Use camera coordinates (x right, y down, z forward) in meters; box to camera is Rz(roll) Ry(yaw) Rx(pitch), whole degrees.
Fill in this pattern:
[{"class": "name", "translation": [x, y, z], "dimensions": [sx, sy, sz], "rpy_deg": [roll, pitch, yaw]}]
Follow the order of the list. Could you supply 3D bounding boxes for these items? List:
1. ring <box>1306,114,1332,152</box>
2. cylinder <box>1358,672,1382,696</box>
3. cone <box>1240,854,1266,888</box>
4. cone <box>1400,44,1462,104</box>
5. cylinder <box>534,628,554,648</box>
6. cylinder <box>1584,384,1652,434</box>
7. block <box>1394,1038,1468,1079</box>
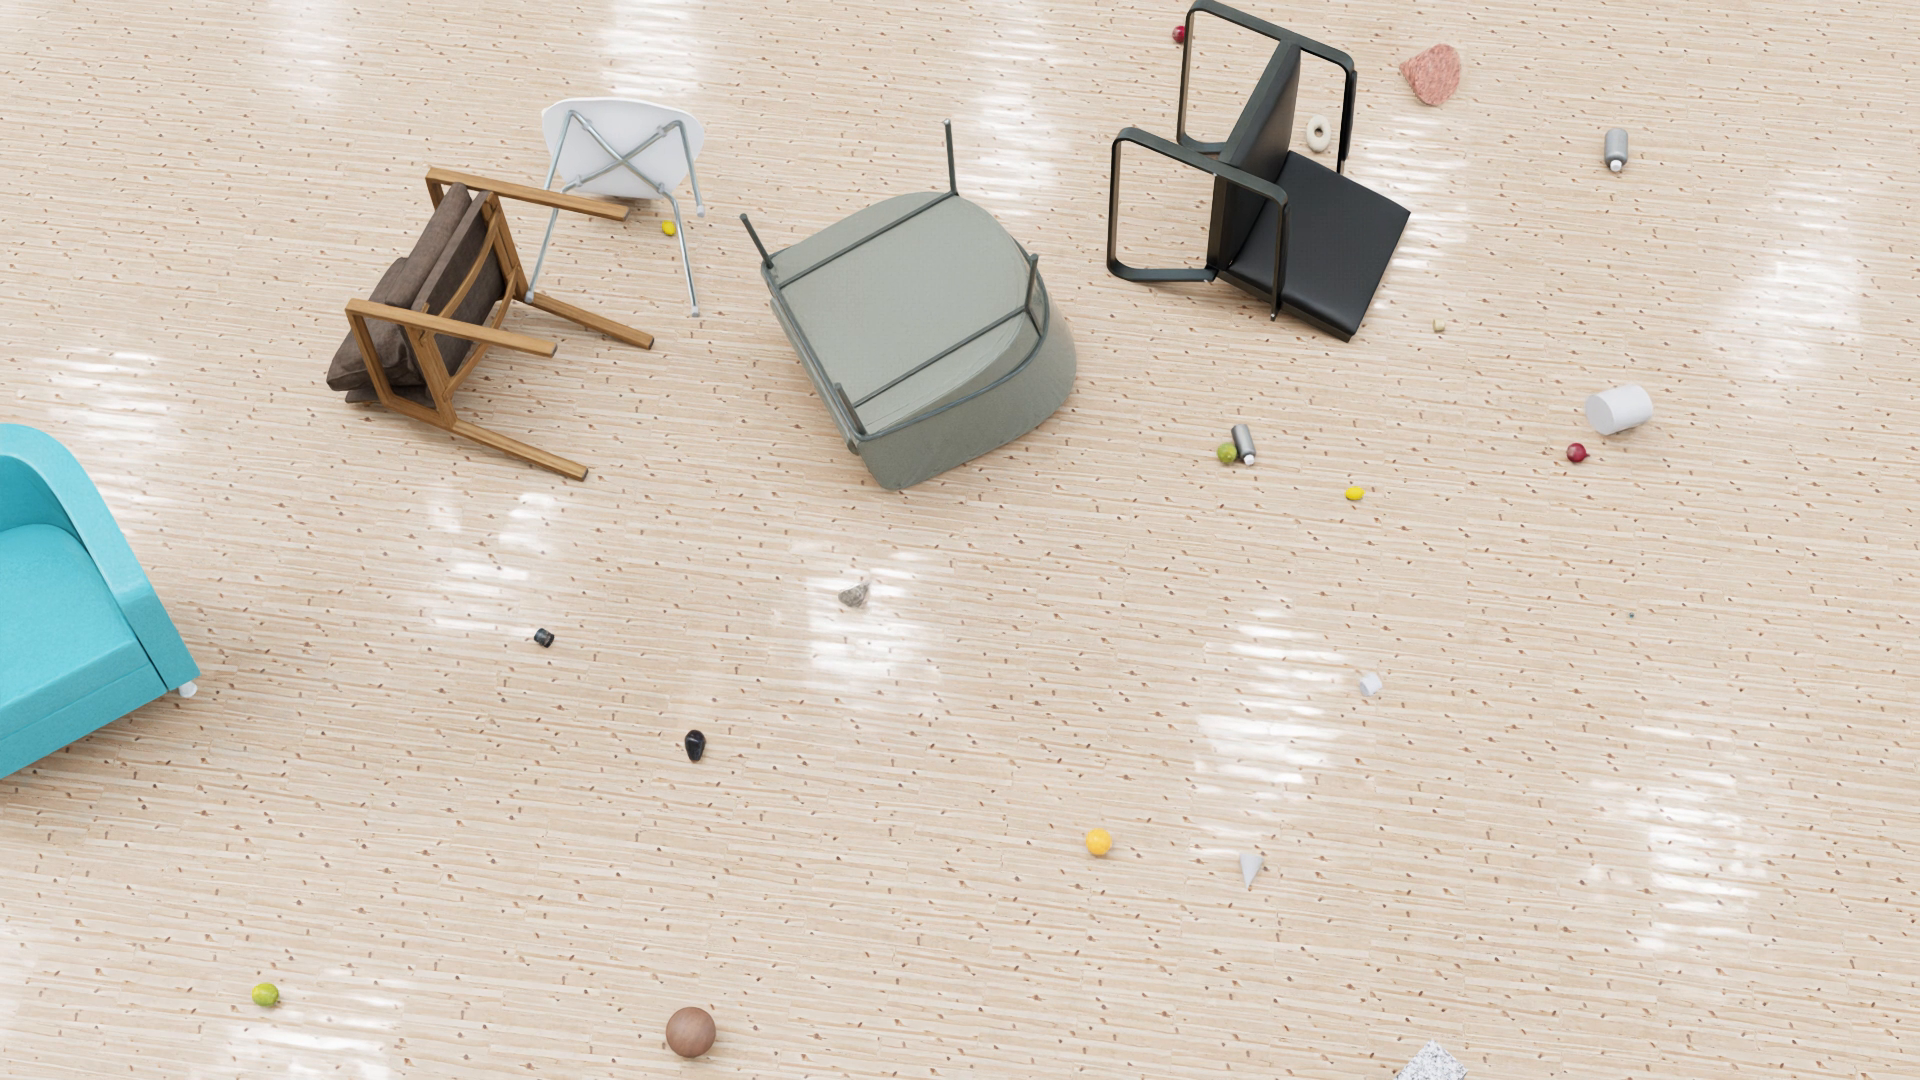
[{"class": "ring", "translation": [1.220, -1.383, 7.479], "dimensions": [0.085, 0.040, 0.166], "rpy_deg": [5, 55, 5]}, {"class": "cylinder", "translation": [1.168, 0.410, 6.272], "dimensions": [0.046, 0.045, 0.049], "rpy_deg": [-30, 78, -19]}, {"class": "cone", "translation": [0.783, 0.902, 5.950], "dimensions": [0.071, 0.064, 0.093], "rpy_deg": [9, 80, 20]}, {"class": "cone", "translation": [1.587, -1.630, 7.611], "dimensions": [0.206, 0.212, 0.203], "rpy_deg": [-56, 38, 0]}, {"class": "cylinder", "translation": [-1.202, 0.283, 6.359], "dimensions": [0.040, 0.043, 0.044], "rpy_deg": [28, 43, 18]}, {"class": "cylinder", "translation": [2.024, -0.402, 6.758], "dimensions": [0.134, 0.125, 0.166], "rpy_deg": [-17, 17, -11]}, {"class": "block", "translation": [1.151, 1.398, 5.540], "dimensions": [0.221, 0.158, 0.117], "rpy_deg": [-39, 64, -23]}]
